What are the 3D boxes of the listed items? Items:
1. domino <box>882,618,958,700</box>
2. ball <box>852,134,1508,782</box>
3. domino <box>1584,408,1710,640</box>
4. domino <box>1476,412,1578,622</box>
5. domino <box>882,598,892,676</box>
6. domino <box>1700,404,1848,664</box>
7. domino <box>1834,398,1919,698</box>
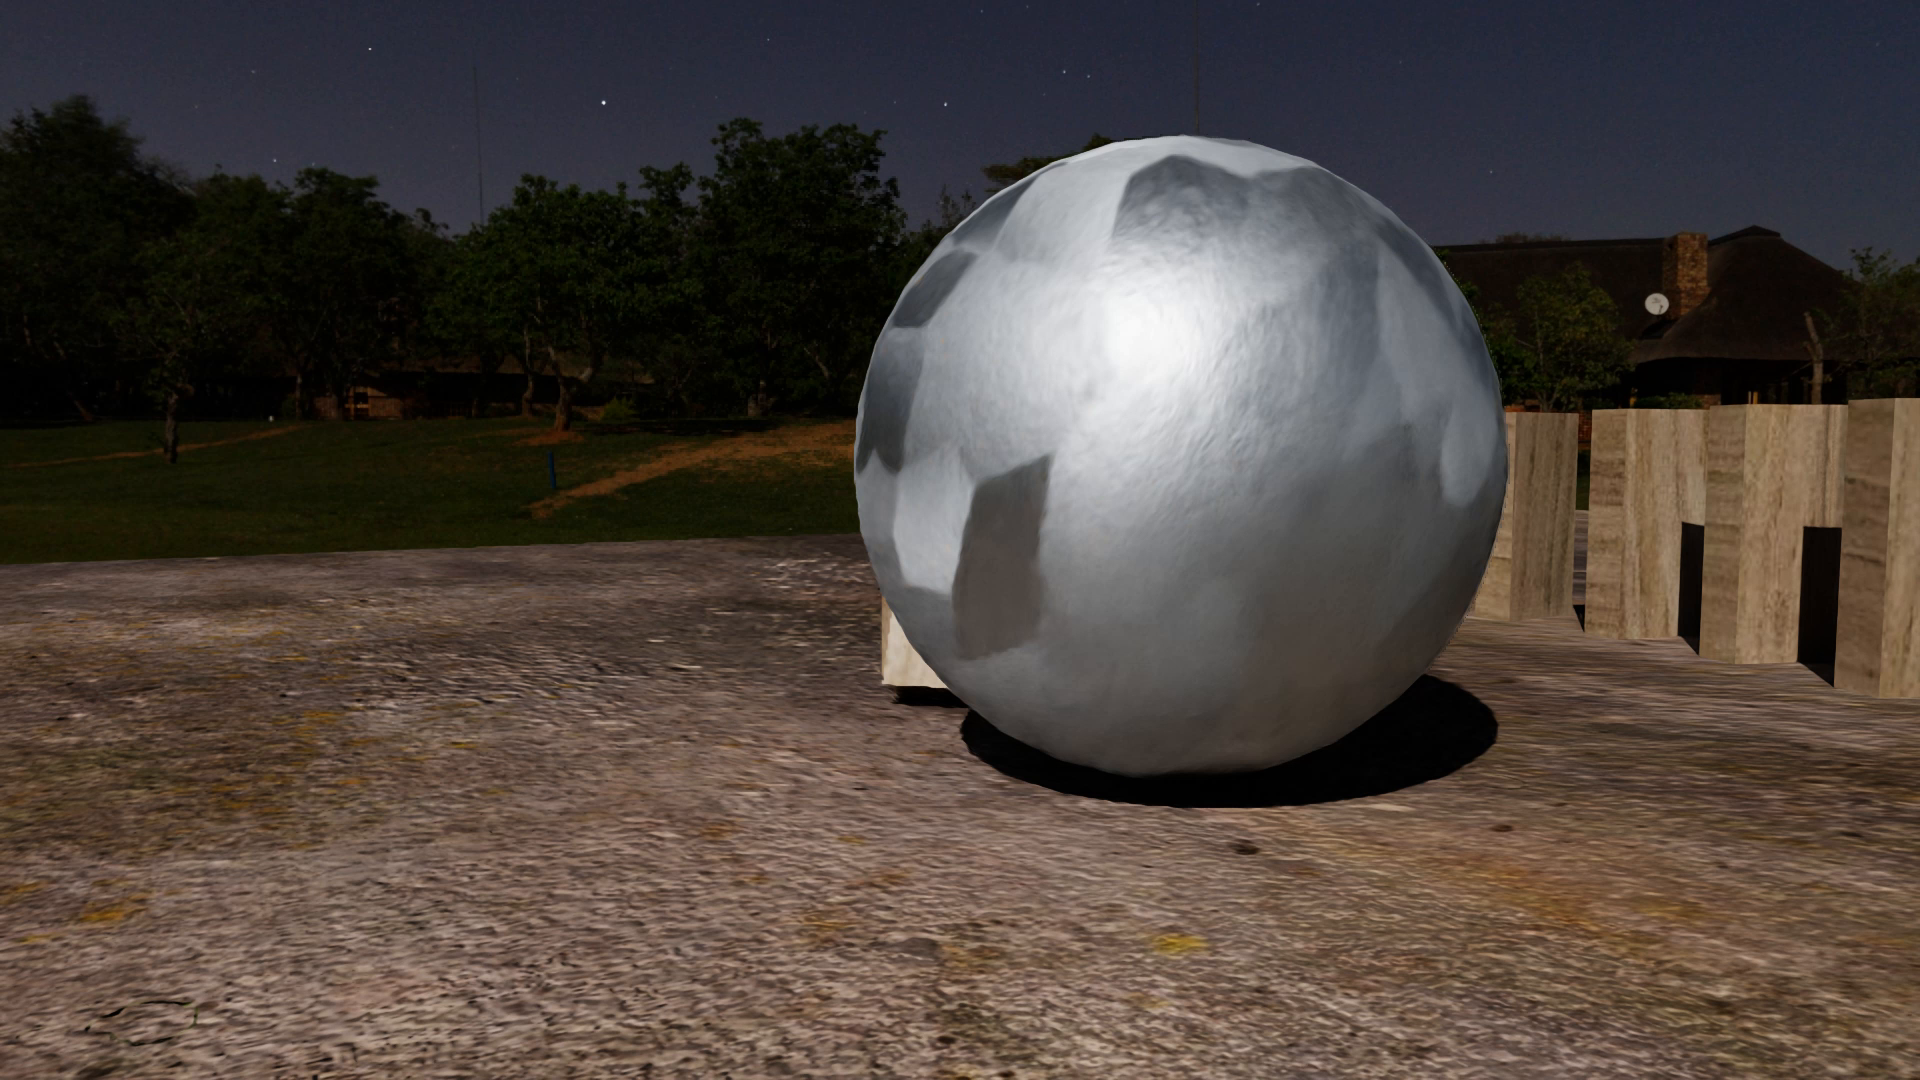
[{"bbox_3d":[0.003,0.001,0.216,0.025,0.050,0.009,1,-19,16],"label":"domino"},{"bbox_3d":[0.026,-0.010,0.164,0.080,0.080,0.080,0,4,0],"label":"ball"},{"bbox_3d":[0.153,-0.004,0.285,0.025,0.050,0.010,-1,5,-18],"label":"domino"},{"bbox_3d":[0.140,-0.006,0.316,0.025,0.050,0.010,-3,5,-32],"label":"domino"},{"bbox_3d":[-0.001,0.000,0.236,0.025,0.050,0.009,0,1,4],"label":"domino"},{"bbox_3d":[0.161,-0.001,0.253,0.025,0.050,0.010,-1,4,-9],"label":"domino"},{"bbox_3d":[0.166,0.001,0.219,0.025,0.050,0.010,-1,4,-7],"label":"domino"}]
